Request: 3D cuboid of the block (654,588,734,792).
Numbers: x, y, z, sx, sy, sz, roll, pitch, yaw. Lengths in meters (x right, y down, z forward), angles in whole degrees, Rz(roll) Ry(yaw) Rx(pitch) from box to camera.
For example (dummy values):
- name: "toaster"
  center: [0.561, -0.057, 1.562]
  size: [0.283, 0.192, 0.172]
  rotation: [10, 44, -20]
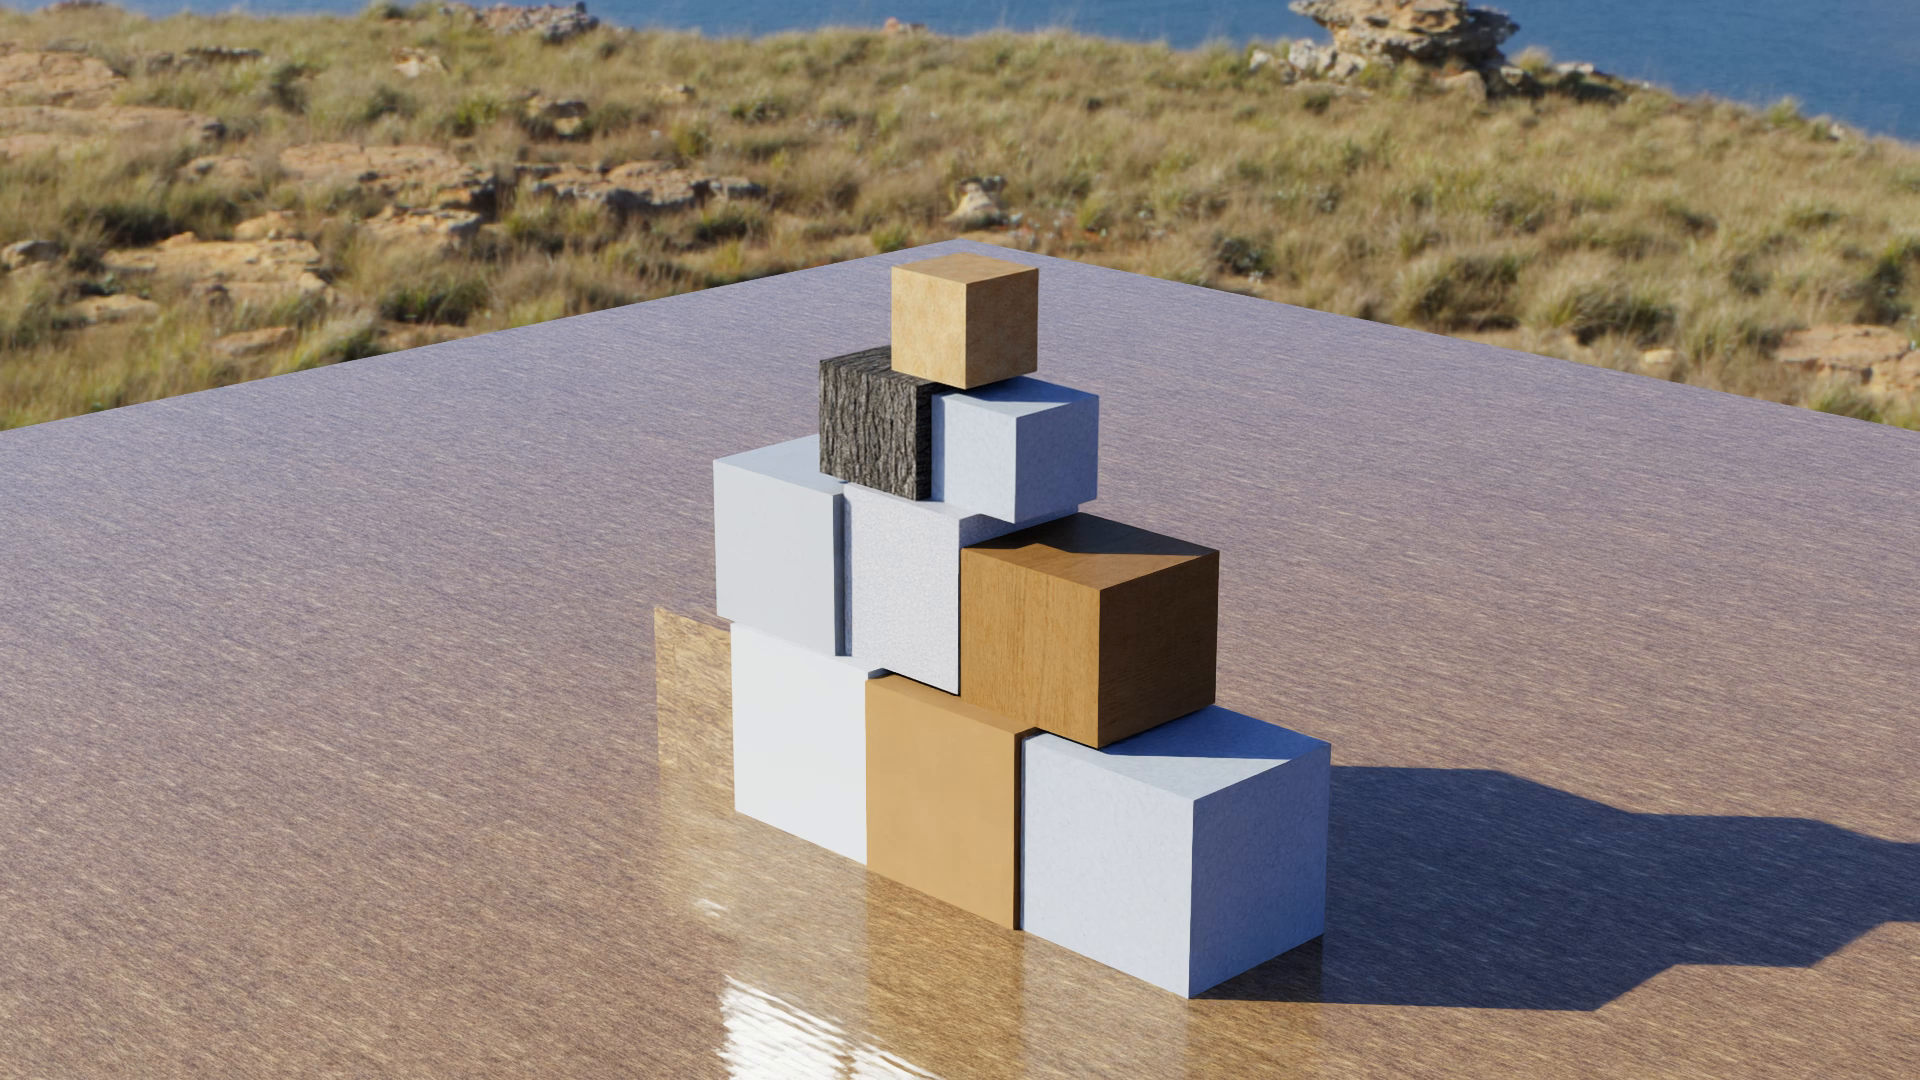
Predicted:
- name: "block"
  center: [-1.015, 0.730, 14.649]
  size: [0.677, 0.824, 0.750]
  rotation: [-17, 24, -42]

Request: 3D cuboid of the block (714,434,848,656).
- name: "block"
  center: [-0.555, -0.014, 13.921]
  size: [0.885, 0.771, 0.829]
  rotation: [-17, 24, -42]

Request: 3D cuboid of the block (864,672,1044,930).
- name: "block"
  center: [0.260, 1.068, 13.407]
  size: [1.014, 0.922, 0.938]
  rotation: [-17, 24, -42]

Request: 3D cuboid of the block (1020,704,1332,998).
- name: "block"
  center: [0.929, 1.291, 12.746]
  size: [0.907, 0.893, 0.974]
  rotation: [-17, 24, -42]

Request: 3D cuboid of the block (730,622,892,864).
- name: "block"
  center: [-0.421, 0.853, 14.038]
  size: [0.936, 0.954, 0.947]
  rotation: [-17, 24, -42]

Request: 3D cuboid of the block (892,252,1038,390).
- name: "block"
  center: [0.021, -0.981, 13.031]
  size: [0.455, 0.470, 0.464]
  rotation: [-17, 25, -42]

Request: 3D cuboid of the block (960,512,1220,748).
- name: "block"
  center: [0.567, 0.378, 12.883]
  size: [0.773, 0.709, 0.820]
  rotation: [-17, 24, -42]

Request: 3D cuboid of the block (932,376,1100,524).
- name: "block"
  center: [0.242, -0.411, 12.975]
  size: [0.528, 0.476, 0.516]
  rotation: [-17, 25, -42]

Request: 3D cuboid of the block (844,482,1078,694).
- name: "block"
  center: [0.005, 0.135, 13.376]
  size: [0.769, 0.815, 0.732]
  rotation: [-17, 25, -42]

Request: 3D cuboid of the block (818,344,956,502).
- name: "block"
  center: [-0.192, -0.558, 13.338]
  size: [0.636, 0.526, 0.631]
  rotation: [-17, 25, -42]
